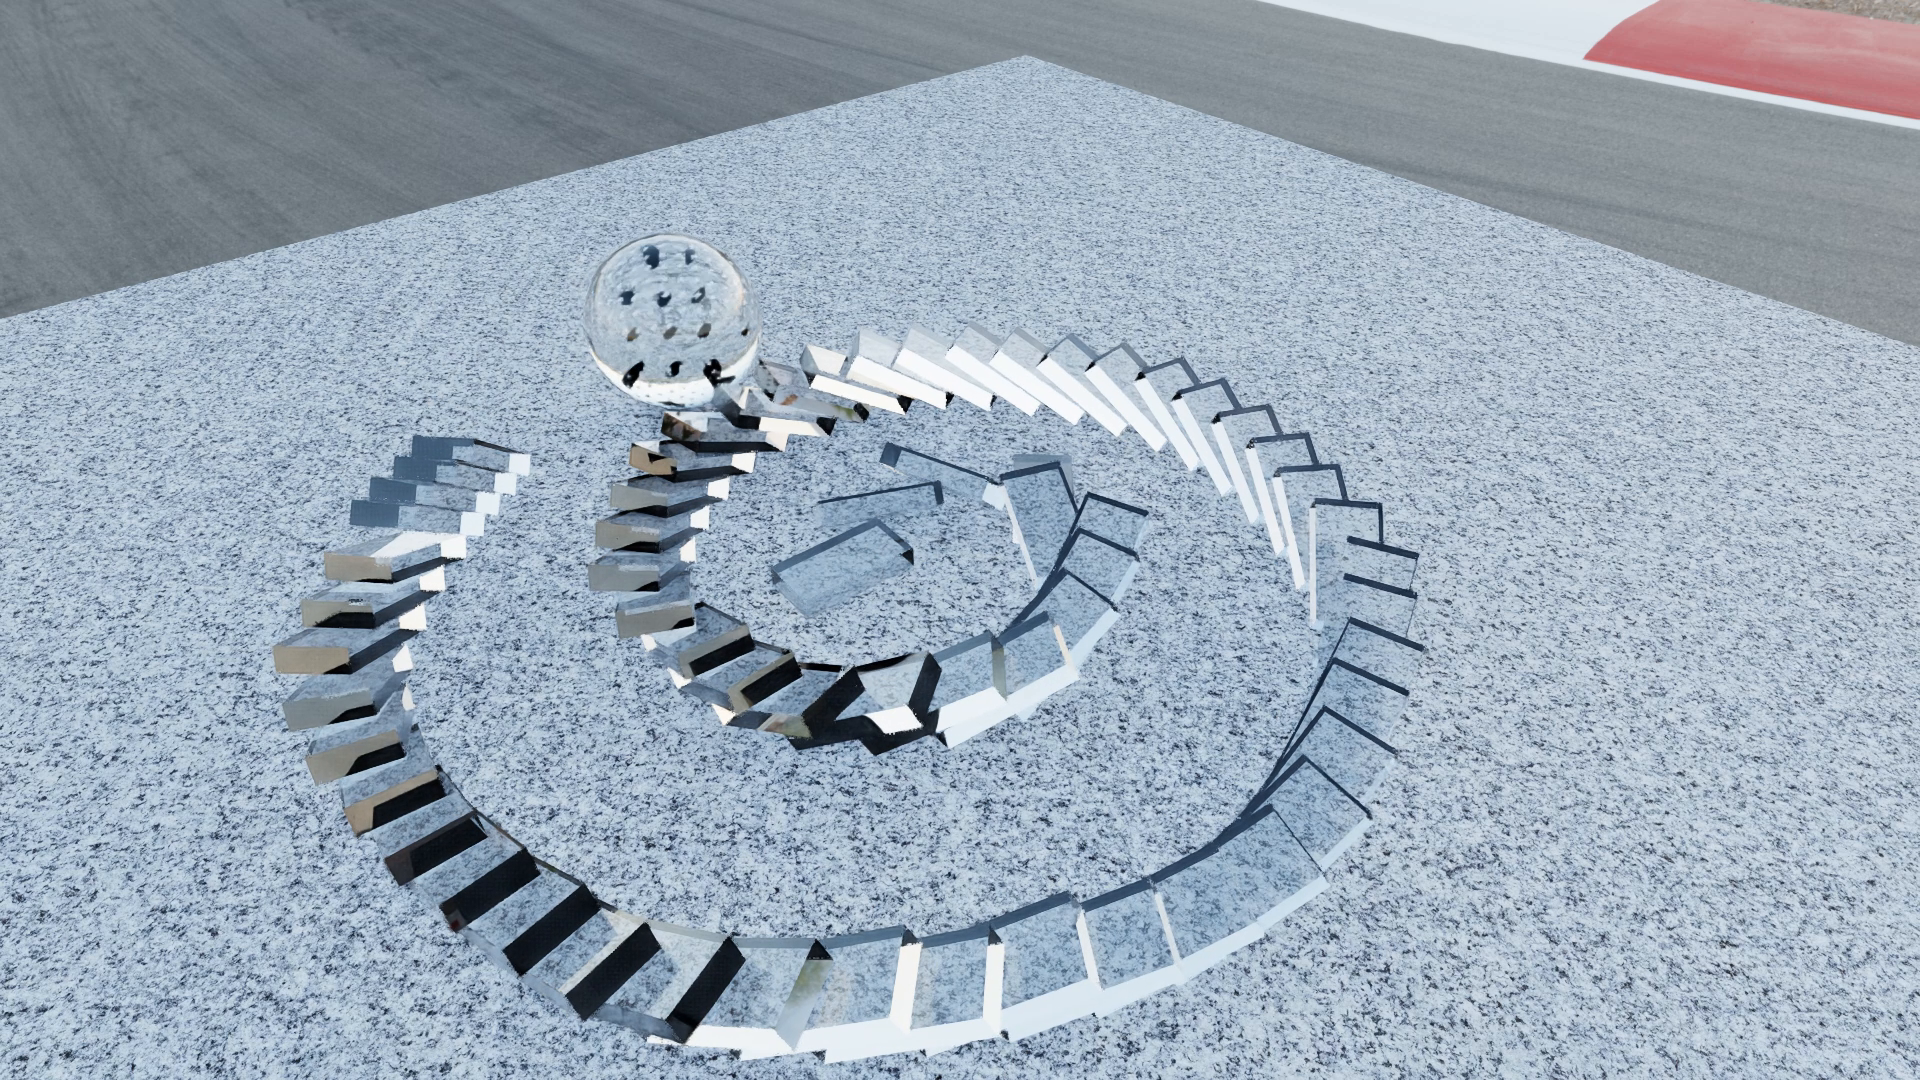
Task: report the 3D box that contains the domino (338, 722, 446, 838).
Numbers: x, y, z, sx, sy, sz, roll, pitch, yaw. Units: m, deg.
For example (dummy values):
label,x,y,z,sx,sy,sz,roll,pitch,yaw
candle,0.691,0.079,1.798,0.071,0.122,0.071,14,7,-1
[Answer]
label,x,y,z,sx,sy,sz,roll,pitch,yaw
domino,-0.176,0.073,0.338,0.025,0.009,0.050,-24,19,-26

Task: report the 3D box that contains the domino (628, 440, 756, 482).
label,x,y,z,sx,sy,sz,roll,pitch,yaw
domino,-0.113,-0.035,0.469,0.025,0.010,0.050,21,17,24

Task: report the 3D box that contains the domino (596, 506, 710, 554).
label,x,y,z,sx,sy,sz,roll,pitch,yaw
domino,-0.120,-0.006,0.433,0.025,0.009,0.050,6,12,7

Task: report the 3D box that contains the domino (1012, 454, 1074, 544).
label,x,y,z,sx,sy,sz,roll,pitch,yaw
domino,0.035,-0.018,0.465,0.025,0.010,0.050,2,39,2

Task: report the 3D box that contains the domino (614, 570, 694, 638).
label,x,y,z,sx,sy,sz,roll,pitch,yaw
domino,-0.110,0.023,0.398,0.025,0.010,0.050,-10,12,-12

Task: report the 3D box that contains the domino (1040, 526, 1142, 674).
label,x,y,z,sx,sy,sz,roll,pitch,yaw
domino,0.042,0.022,0.398,0.025,0.010,0.050,25,74,26

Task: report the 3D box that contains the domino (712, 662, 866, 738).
label,x,y,z,sx,sy,sz,roll,pitch,yaw
domino,-0.057,0.052,0.362,0.050,0.009,0.025,-3,29,45

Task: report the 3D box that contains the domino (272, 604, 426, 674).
label,x,y,z,sx,sy,sz,roll,pitch,yaw
domino,-0.212,0.034,0.385,0.025,0.010,0.050,1,13,1

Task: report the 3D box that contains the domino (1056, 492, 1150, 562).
label,x,y,z,sx,sy,sz,roll,pitch,yaw
domino,0.050,0.009,0.414,0.025,0.009,0.050,20,72,19

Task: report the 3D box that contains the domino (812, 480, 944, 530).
label,x,y,z,sx,sy,sz,roll,pitch,yaw
domino,-0.034,-0.014,0.450,0.050,0.010,0.025,-10,-1,-12

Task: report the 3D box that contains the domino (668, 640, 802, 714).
label,x,y,z,sx,sy,sz,roll,pitch,yaw
domino,-0.077,0.044,0.372,0.025,0.010,0.050,-30,20,-31

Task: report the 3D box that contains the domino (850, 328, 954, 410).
label,x,y,z,sx,sy,sz,roll,pitch,yaw
domino,-0.027,-0.082,0.526,0.050,0.010,0.025,21,35,-18

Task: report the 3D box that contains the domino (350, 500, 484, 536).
label,x,y,z,sx,sy,sz,roll,pitch,yaw
domino,-0.210,-0.008,0.429,0.025,0.010,0.050,4,-3,4

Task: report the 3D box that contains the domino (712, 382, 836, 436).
label,x,y,z,sx,sy,sz,roll,pitch,yaw
domino,-0.084,-0.059,0.499,0.050,0.010,0.025,2,31,-42

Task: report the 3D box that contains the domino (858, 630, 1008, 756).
label,x,y,z,sx,sy,sz,roll,pitch,yaw
domino,-0.009,0.051,0.363,0.050,0.010,0.025,-24,36,18

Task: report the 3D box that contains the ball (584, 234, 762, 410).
label,x,y,z,sx,sy,sz,roll,pitch,yaw
ball,-0.133,-0.101,0.511,0.080,0.080,0.080,0,39,0

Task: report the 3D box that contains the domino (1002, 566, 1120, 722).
label,x,y,z,sx,sy,sz,roll,pitch,yaw
domino,0.029,0.036,0.382,0.050,0.009,0.025,-47,53,-8

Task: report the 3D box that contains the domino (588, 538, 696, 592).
label,x,y,z,sx,sy,sz,roll,pitch,yaw
domino,-0.119,0.009,0.415,0.025,0.010,0.050,1,12,1

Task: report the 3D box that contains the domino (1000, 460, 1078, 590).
label,x,y,z,sx,sy,sz,roll,pitch,yaw
domino,0.035,-0.006,0.437,0.025,0.009,0.050,-13,60,-9

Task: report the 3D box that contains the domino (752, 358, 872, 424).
label,x,y,z,sx,sy,sz,roll,pitch,yaw
domino,-0.068,-0.069,0.509,0.050,0.009,0.025,9,28,-38

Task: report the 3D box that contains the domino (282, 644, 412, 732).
label,x,y,z,sx,sy,sz,roll,pitch,yaw
domino,-0.203,0.048,0.367,0.025,0.010,0.050,-10,13,-12

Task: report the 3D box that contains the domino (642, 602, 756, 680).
label,x,y,z,sx,sy,sz,roll,pitch,yaw
domino,-0.093,0.034,0.384,0.025,0.010,0.050,-24,17,-26

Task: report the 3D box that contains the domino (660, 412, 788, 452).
label,x,y,z,sx,sy,sz,roll,pitch,yaw
domino,-0.103,-0.047,0.484,0.025,0.010,0.050,28,21,32

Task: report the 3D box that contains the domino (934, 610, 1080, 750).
label,x,y,z,sx,sy,sz,roll,pitch,yaw
domino,0.013,0.047,0.367,0.050,0.010,0.025,-30,41,11

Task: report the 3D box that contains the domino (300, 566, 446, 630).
label,x,y,z,sx,sy,sz,roll,pitch,yaw
domino,-0.213,0.020,0.402,0.025,0.010,0.050,1,13,2

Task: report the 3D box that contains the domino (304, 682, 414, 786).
label,x,y,z,sx,sy,sz,roll,pitch,yaw
domino,-0.191,0.061,0.352,0.025,0.009,0.050,-17,16,-20

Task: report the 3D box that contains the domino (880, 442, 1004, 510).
label,x,y,z,sx,sy,sz,roll,pitch,yaw
domino,-0.007,-0.027,0.464,0.050,0.025,0.009,21,88,23

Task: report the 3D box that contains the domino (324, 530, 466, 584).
label,x,y,z,sx,sy,sz,roll,pitch,yaw
domino,-0.213,0.006,0.418,0.025,0.010,0.050,4,10,5

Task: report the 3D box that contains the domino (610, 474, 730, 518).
label,x,y,z,sx,sy,sz,roll,pitch,yaw
domino,-0.118,-0.020,0.451,0.025,0.010,0.050,12,14,14

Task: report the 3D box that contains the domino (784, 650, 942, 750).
label,x,y,z,sx,sy,sz,roll,pitch,yaw
domino,-0.032,0.053,0.361,0.050,0.010,0.025,-16,32,28

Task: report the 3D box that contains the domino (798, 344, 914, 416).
label,x,y,z,sx,sy,sz,roll,pitch,yaw
domino,-0.049,-0.076,0.518,0.050,0.009,0.025,13,31,-32

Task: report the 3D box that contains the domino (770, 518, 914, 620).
label,x,y,z,sx,sy,sz,roll,pitch,yaw
domino,-0.046,0.010,0.431,0.050,0.009,0.025,-27,46,-29
